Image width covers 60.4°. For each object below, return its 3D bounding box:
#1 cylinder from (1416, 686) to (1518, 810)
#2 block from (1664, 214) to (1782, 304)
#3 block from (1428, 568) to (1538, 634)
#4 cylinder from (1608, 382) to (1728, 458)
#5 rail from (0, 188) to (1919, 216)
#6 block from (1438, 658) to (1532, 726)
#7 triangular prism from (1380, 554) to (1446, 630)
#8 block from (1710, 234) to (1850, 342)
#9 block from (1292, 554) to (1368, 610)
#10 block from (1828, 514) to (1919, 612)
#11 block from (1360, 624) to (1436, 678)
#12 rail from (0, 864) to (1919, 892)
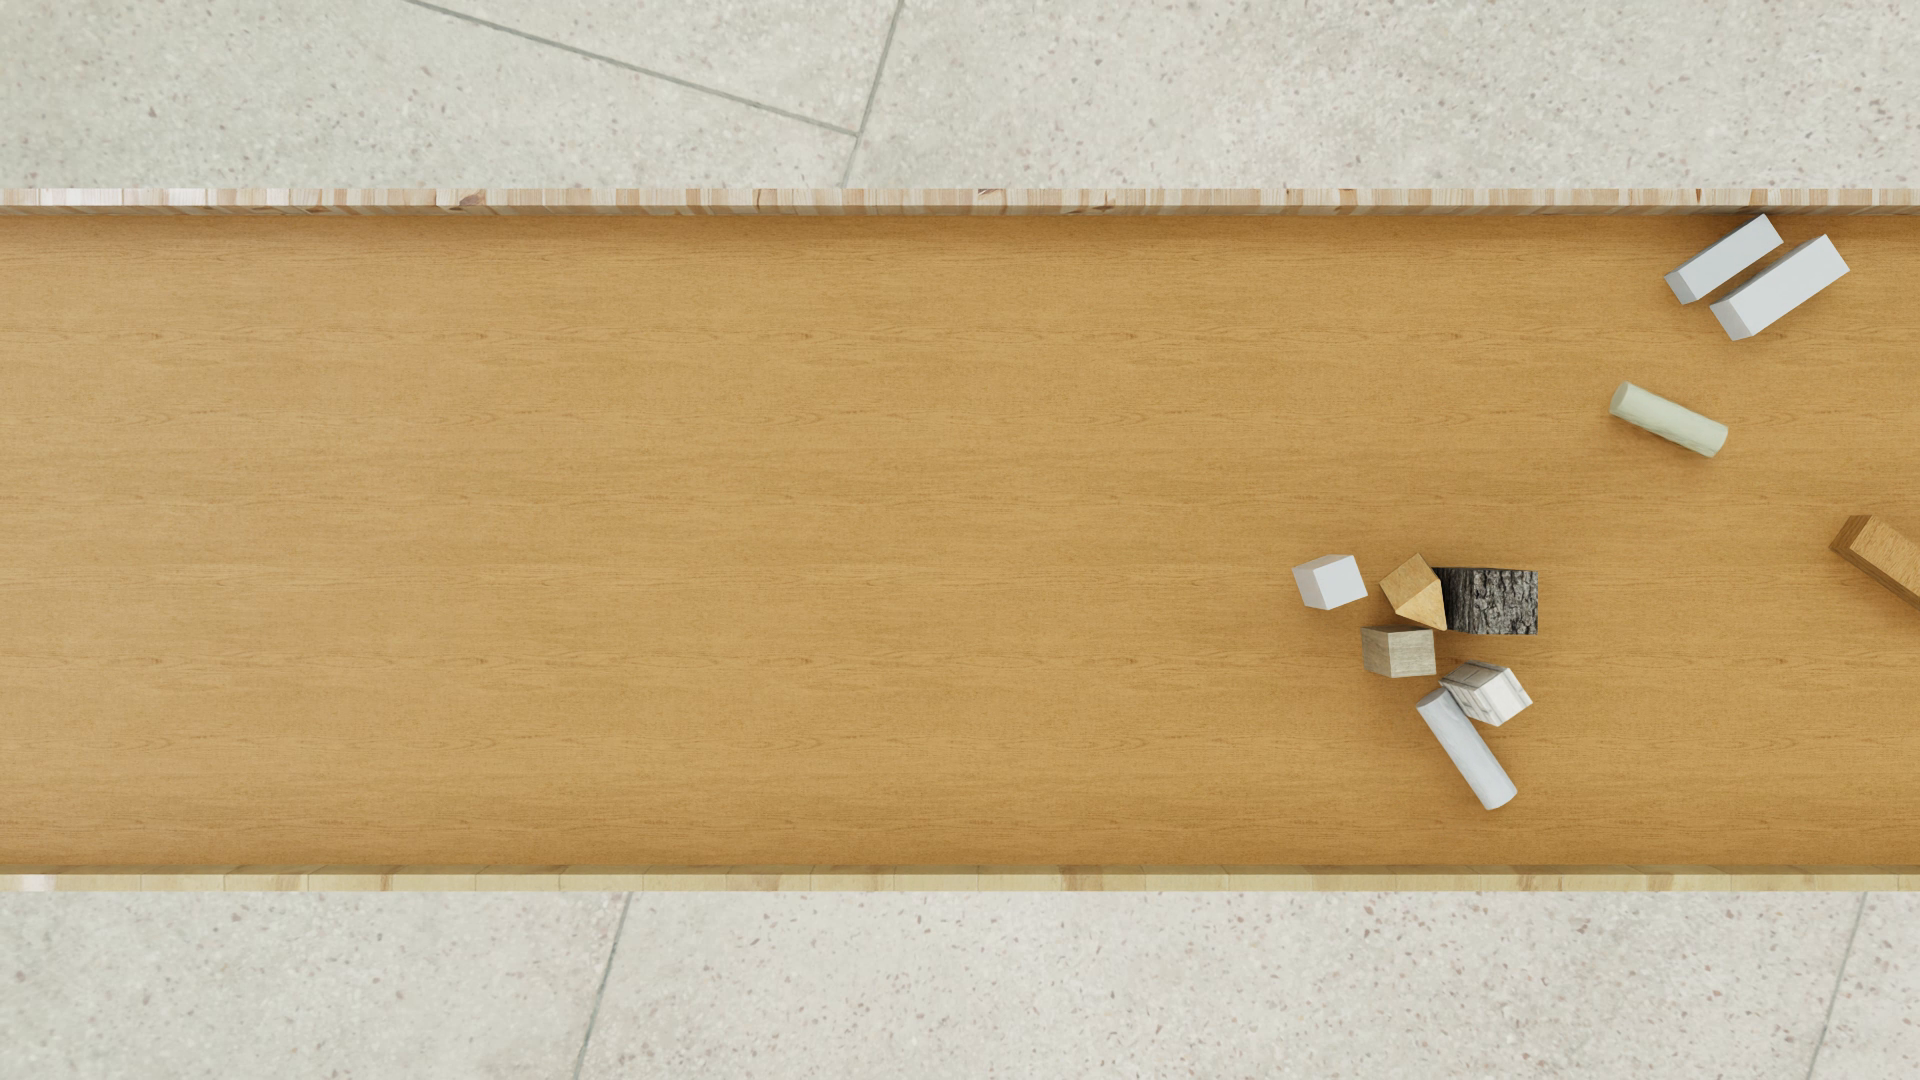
[{"bbox_3d":[1.541,0.634,5.021,0.110,0.110,0.377,-35,90,0],"label":"cylinder"},{"bbox_3d":[2.324,-0.854,5.024,0.312,0.105,0.105,-34,90,0],"label":"block"},{"bbox_3d":[1.529,0.175,4.847,0.179,0.458,0.179,0,90,0],"label":"block"},{"bbox_3d":[2.156,-0.366,5.024,0.329,0.105,0.105,24,90,0],"label":"cylinder"},{"bbox_3d":[-2.247,-1.025,5.002,12.000,0.150,0.050,0,90,0],"label":"rail"},{"bbox_3d":[1.555,0.450,4.898,0.121,0.357,0.121,-34,90,0],"label":"block"},{"bbox_3d":[1.370,0.137,4.911,0.155,0.305,0.134,20,105,0],"label":"triangular prism"},{"bbox_3d":[2.487,-0.765,5.011,0.352,0.131,0.131,-34,90,0],"label":"block"},{"bbox_3d":[1.099,0.123,4.920,0.124,0.314,0.124,-20,90,0],"label":"block"},{"bbox_3d":[2.885,0.099,5.016,0.435,0.121,0.121,35,90,0],"label":"block"},{"bbox_3d":[1.303,0.328,4.915,0.130,0.324,0.130,-5,90,0],"label":"block"},{"bbox_3d":[-2.247,1.025,5.001,12.000,0.150,0.050,0,90,0],"label":"rail"}]
